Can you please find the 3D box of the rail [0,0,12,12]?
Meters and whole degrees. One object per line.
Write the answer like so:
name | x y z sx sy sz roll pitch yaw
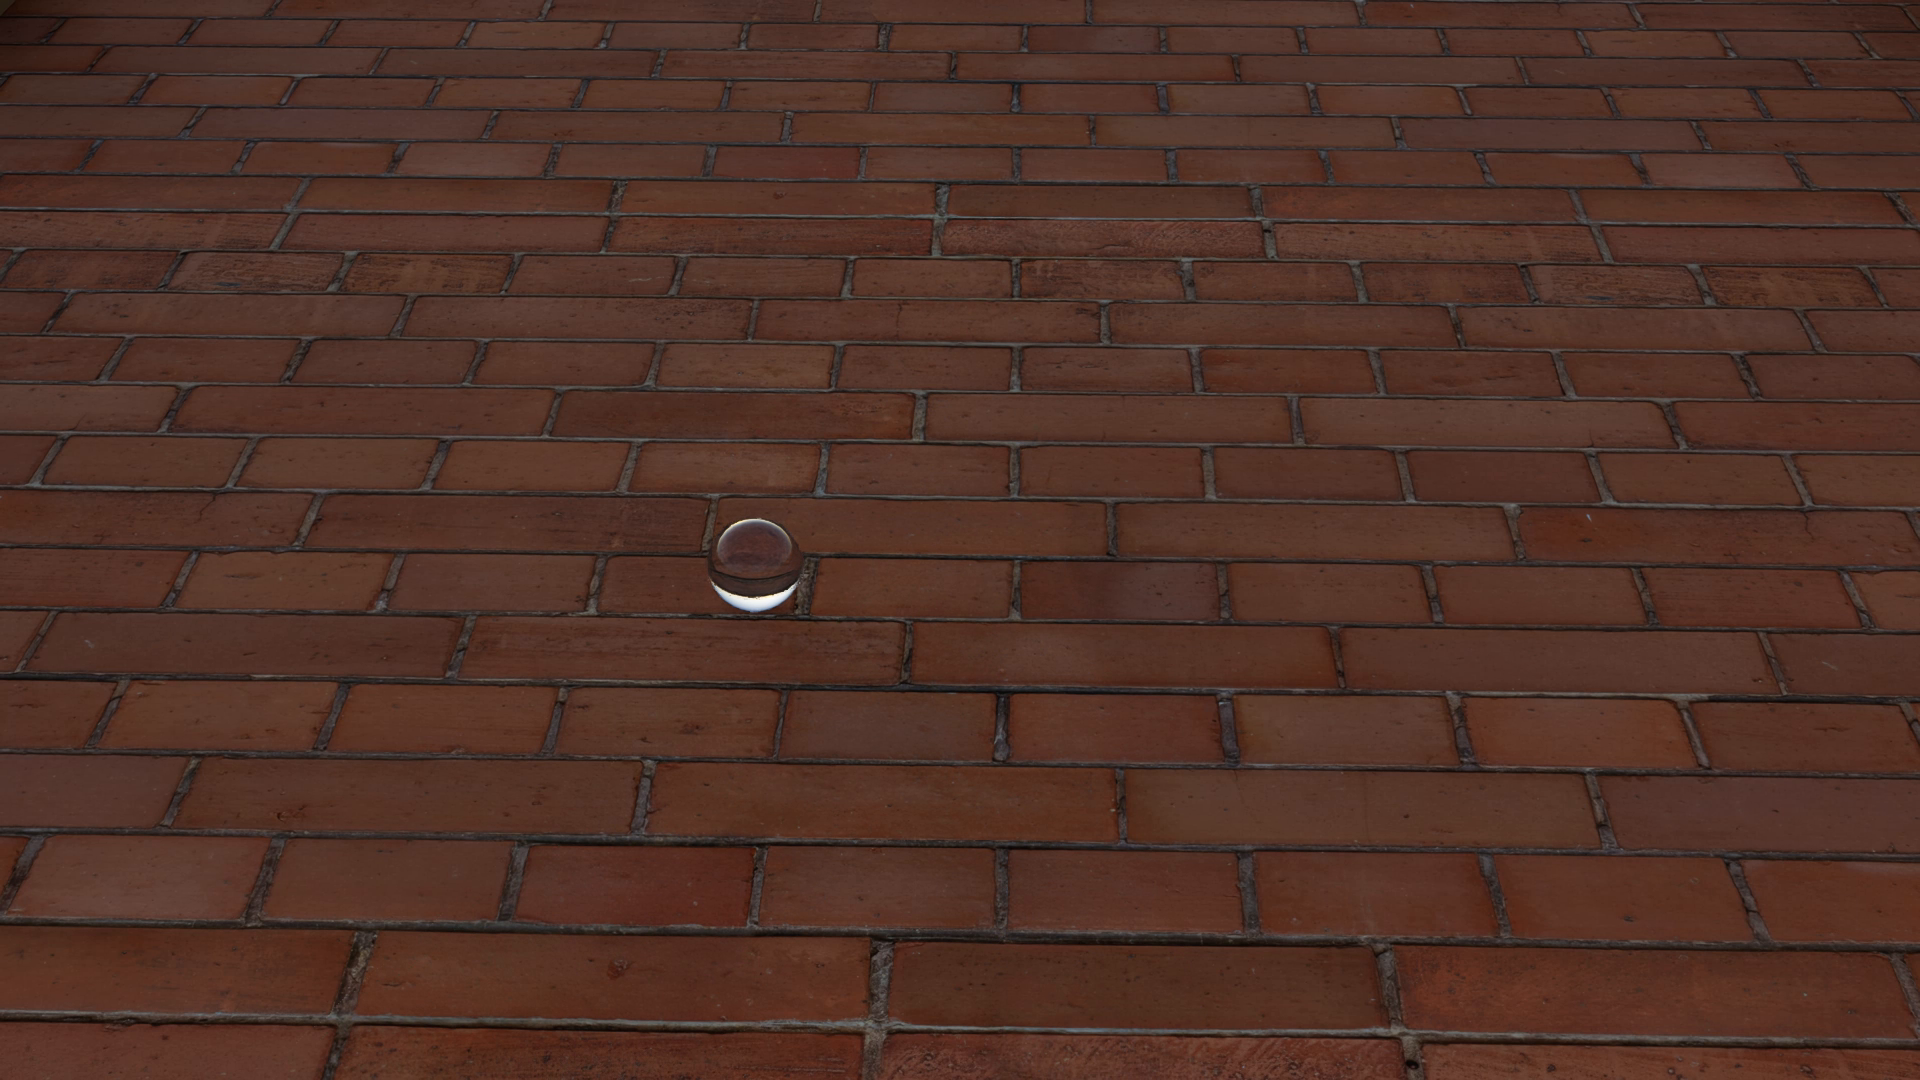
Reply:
rail | -0.861 -0.450 2.500 0.045 0.128 3.436 1 29 1

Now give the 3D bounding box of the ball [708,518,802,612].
ball | -0.120 0.014 1.726 0.055 0.055 0.055 0 29 0
